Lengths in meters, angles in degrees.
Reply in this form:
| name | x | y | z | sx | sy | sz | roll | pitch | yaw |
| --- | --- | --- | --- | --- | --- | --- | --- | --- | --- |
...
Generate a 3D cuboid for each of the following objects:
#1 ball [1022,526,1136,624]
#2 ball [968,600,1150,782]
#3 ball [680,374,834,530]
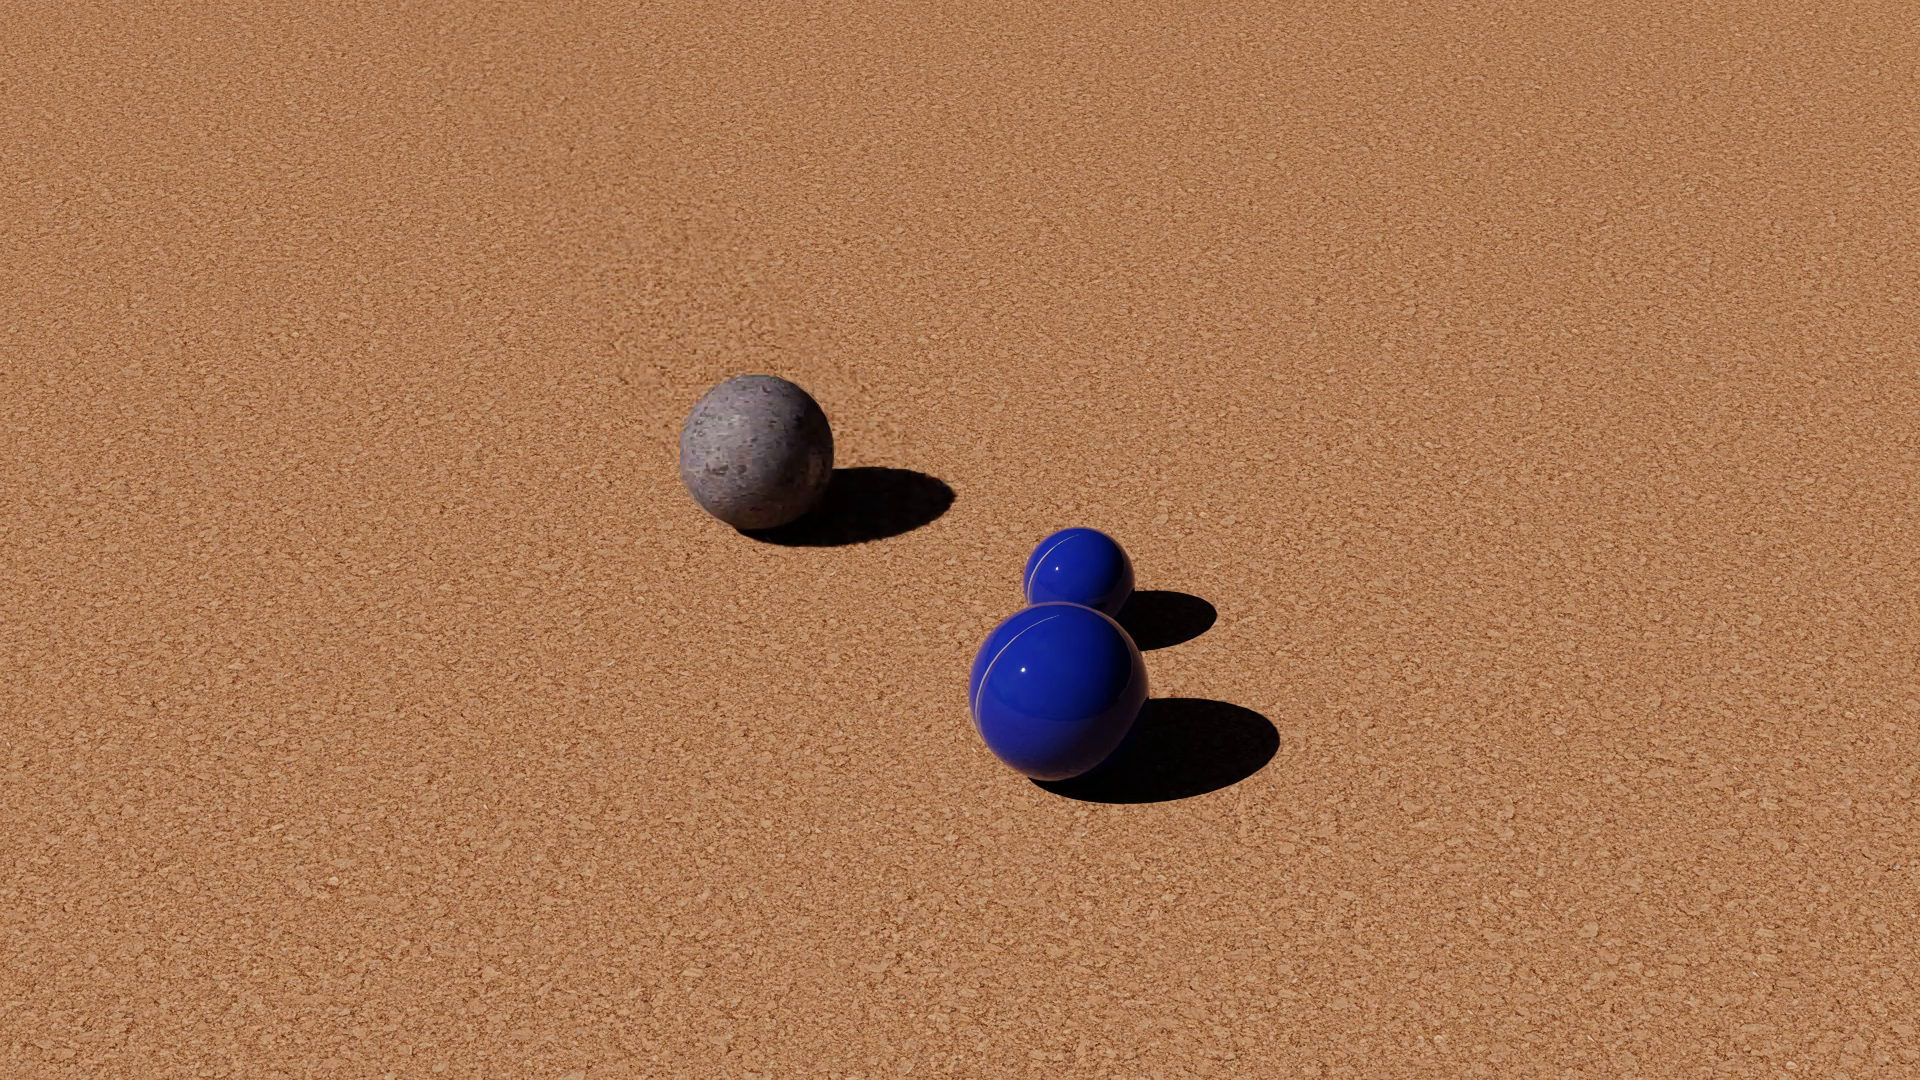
| name | x | y | z | sx | sy | sz | roll | pitch | yaw |
| --- | --- | --- | --- | --- | --- | --- | --- | --- | --- |
| ball | 0.068 | 0.024 | 1.676 | 0.064 | 0.064 | 0.064 | 0 | 31 | 0 |
| ball | 0.052 | 0.080 | 1.551 | 0.096 | 0.096 | 0.096 | 0 | 31 | 0 |
| ball | -0.123 | -0.053 | 1.779 | 0.094 | 0.094 | 0.094 | 0 | 31 | 0 |
